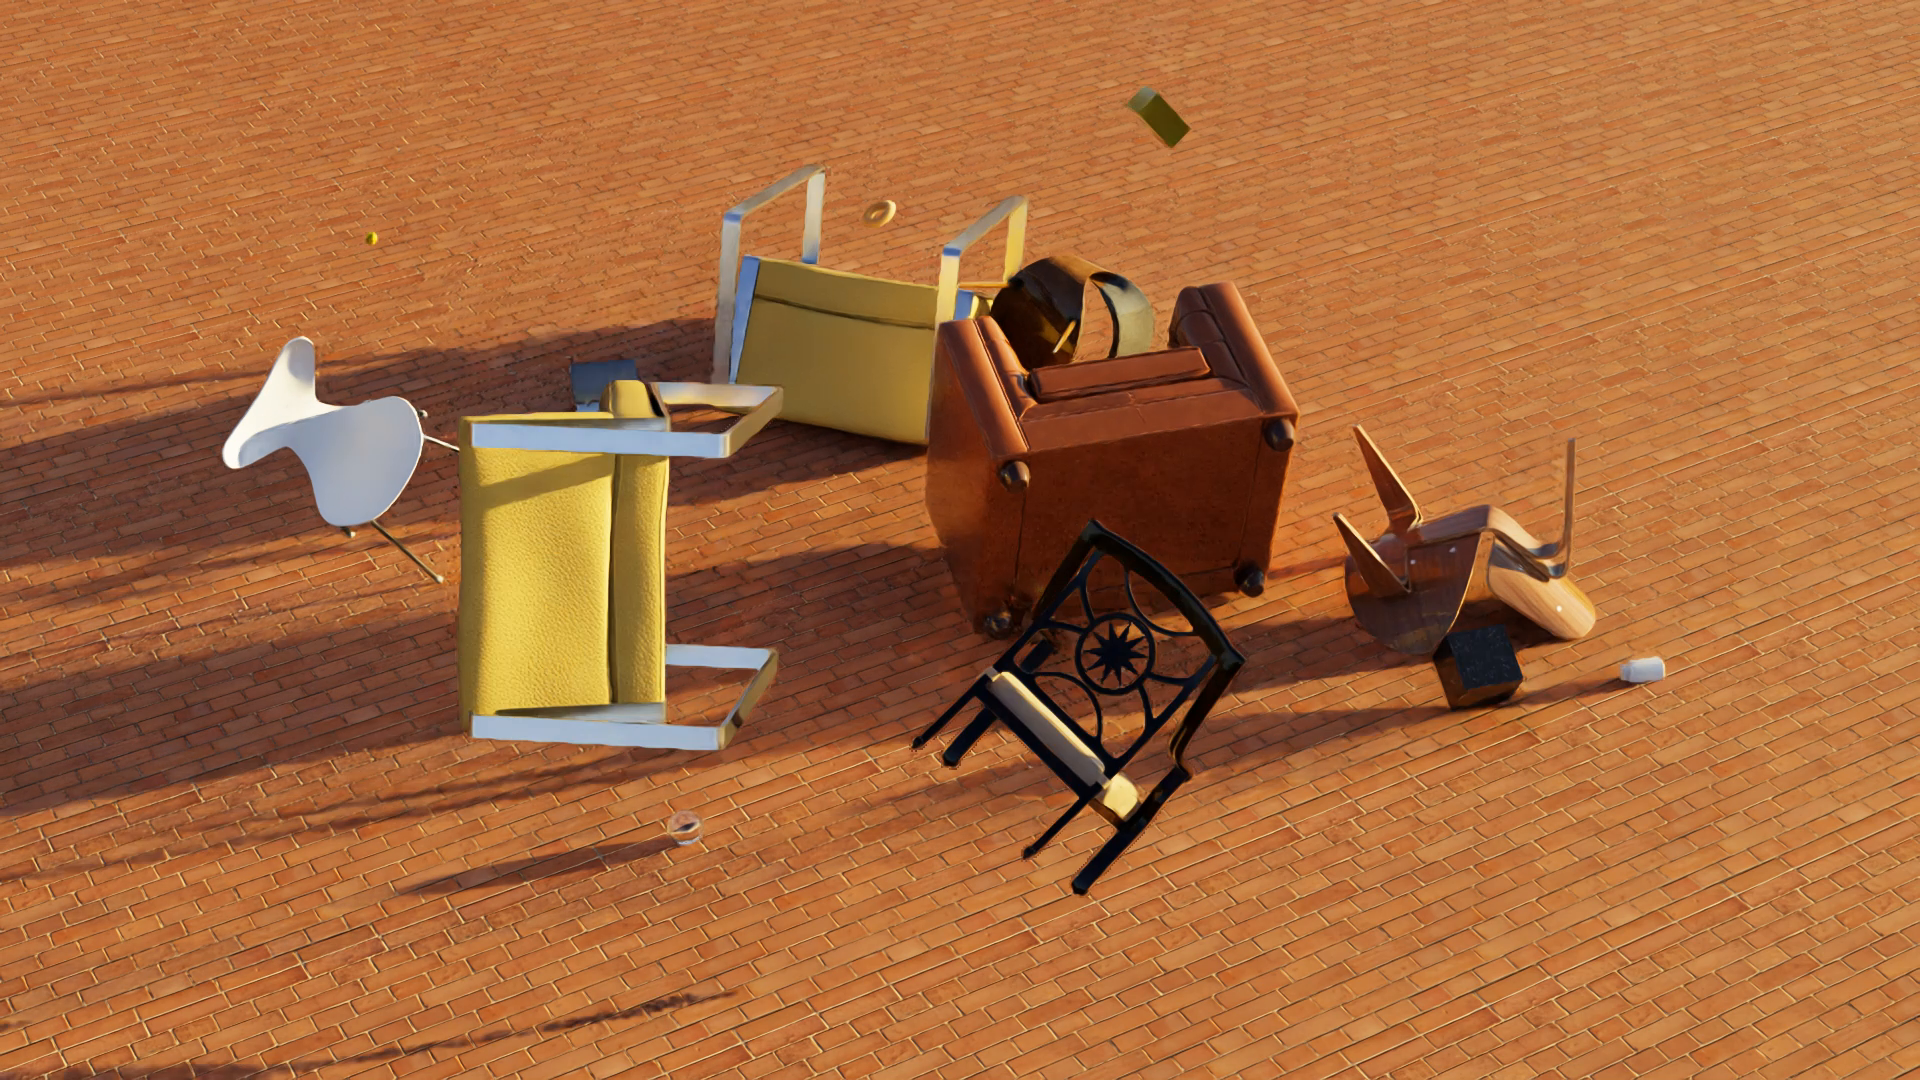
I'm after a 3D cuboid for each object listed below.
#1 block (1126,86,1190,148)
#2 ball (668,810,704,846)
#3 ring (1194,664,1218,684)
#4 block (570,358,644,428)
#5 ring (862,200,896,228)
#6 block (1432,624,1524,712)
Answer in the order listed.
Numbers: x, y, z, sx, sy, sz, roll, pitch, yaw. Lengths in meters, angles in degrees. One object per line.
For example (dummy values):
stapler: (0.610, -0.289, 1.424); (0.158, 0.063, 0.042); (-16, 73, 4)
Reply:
block: (0.804, -1.718, 11.910); (0.112, 0.212, 0.181); (-45, 23, 3)
ball: (-0.883, 0.925, 9.436); (0.116, 0.116, 0.116); (0, 33, 0)
ring: (0.853, 0.463, 10.171); (0.087, 0.080, 0.042); (33, 74, 31)
block: (-1.416, -0.589, 11.733); (0.260, 0.116, 0.303); (-6, 34, -9)
ring: (-0.331, -1.323, 11.913); (0.161, 0.091, 0.060); (-31, -13, 17)
block: (1.772, 0.438, 10.038); (0.212, 0.181, 0.213); (-10, 64, -12)
